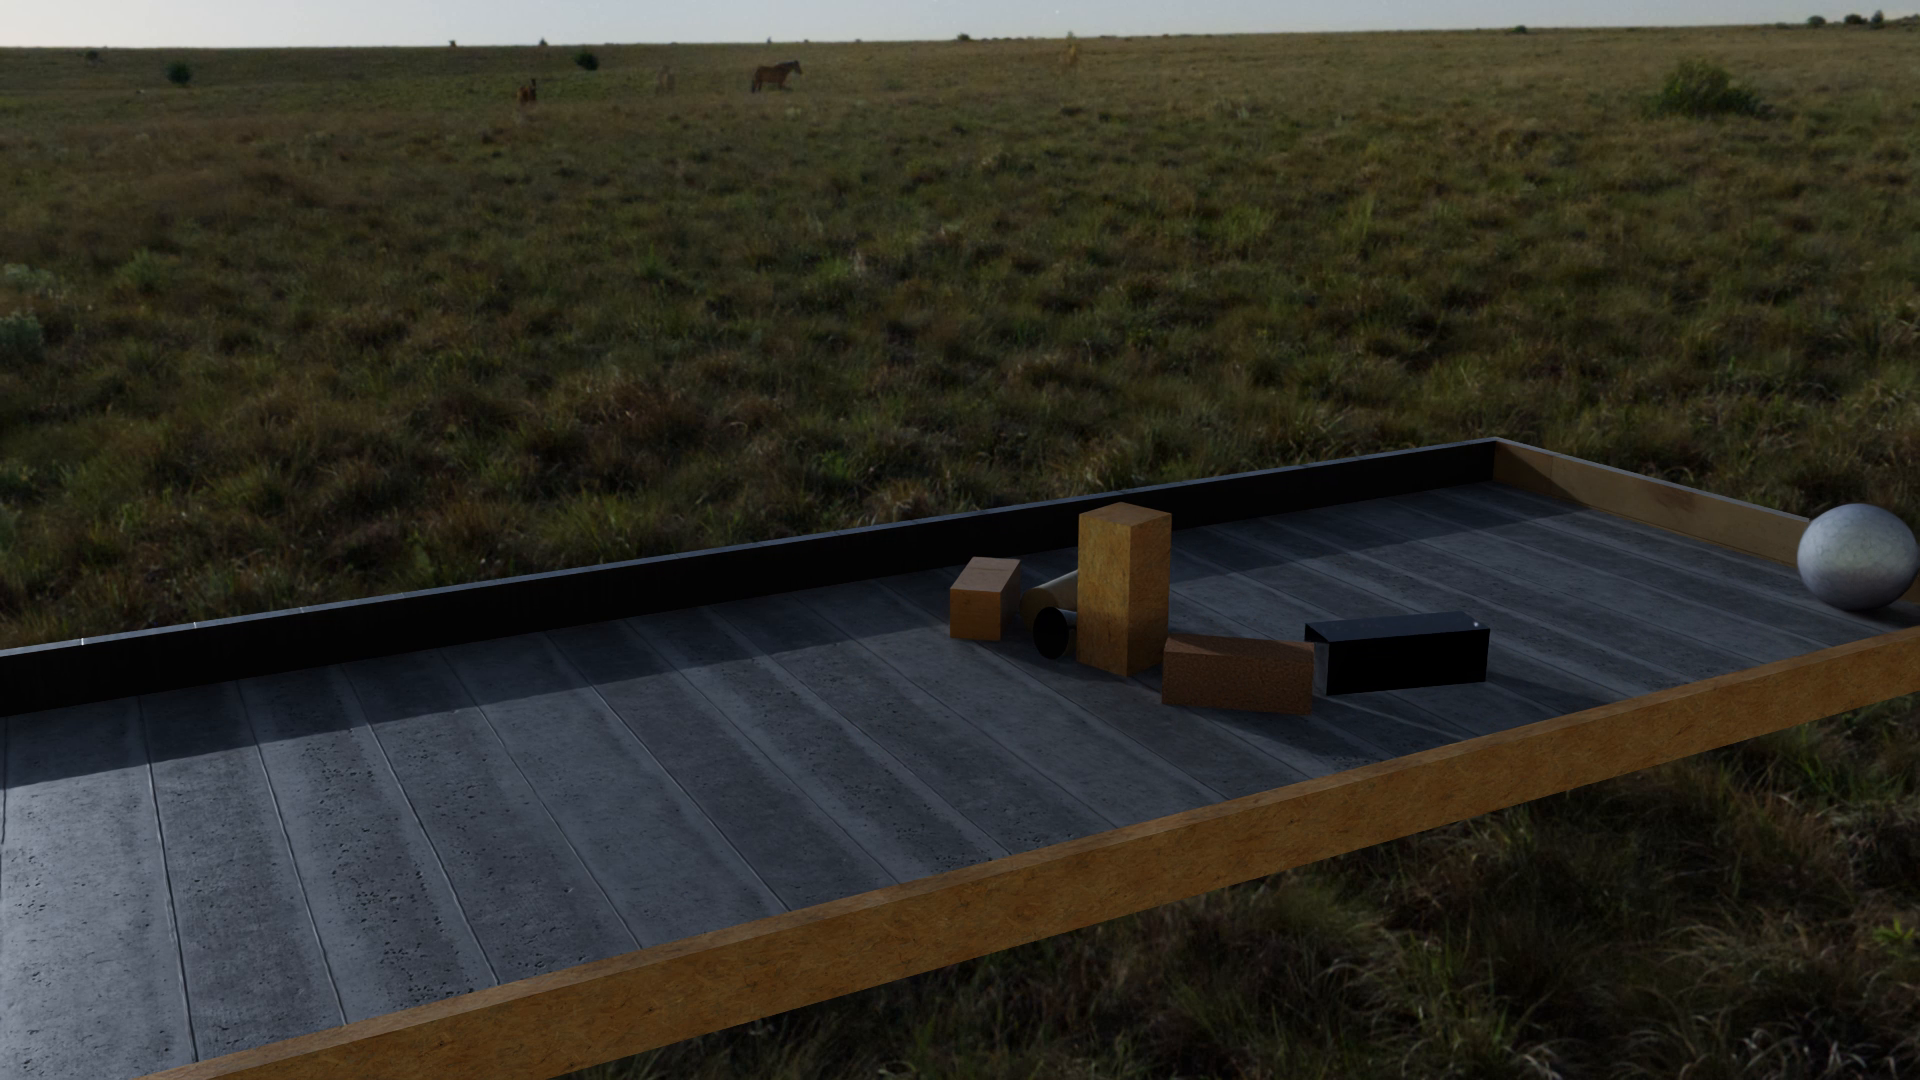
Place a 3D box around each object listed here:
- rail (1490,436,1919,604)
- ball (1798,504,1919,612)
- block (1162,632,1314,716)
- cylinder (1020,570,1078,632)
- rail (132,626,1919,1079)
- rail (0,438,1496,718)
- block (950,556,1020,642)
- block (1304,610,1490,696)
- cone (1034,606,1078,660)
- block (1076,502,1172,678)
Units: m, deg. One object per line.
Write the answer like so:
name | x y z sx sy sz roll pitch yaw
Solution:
rail | 2.466 -0.048 5.253 0.050 0.150 2.100 -9 18 -27
ball | 2.530 0.049 4.648 0.304 0.304 0.304 0 16 0
block | 0.677 0.324 4.011 0.354 0.136 0.136 3 17 12
cylinder | 0.307 0.161 4.569 0.134 0.134 0.303 12 20 36
rail | -2.336 1.006 1.665 12.000 0.150 0.050 -9 18 -27
rail | -3.305 0.497 3.399 12.000 0.150 0.050 -9 18 -27
block | 0.073 0.160 4.567 0.138 0.138 0.302 4 17 12
block | 1.094 0.282 4.144 0.431 0.141 0.141 -4 17 -12
cone | 0.390 0.239 4.421 0.402 0.136 0.136 -1 13 -40
block | 0.419 0.124 4.229 0.167 0.396 0.167 15 23 42
